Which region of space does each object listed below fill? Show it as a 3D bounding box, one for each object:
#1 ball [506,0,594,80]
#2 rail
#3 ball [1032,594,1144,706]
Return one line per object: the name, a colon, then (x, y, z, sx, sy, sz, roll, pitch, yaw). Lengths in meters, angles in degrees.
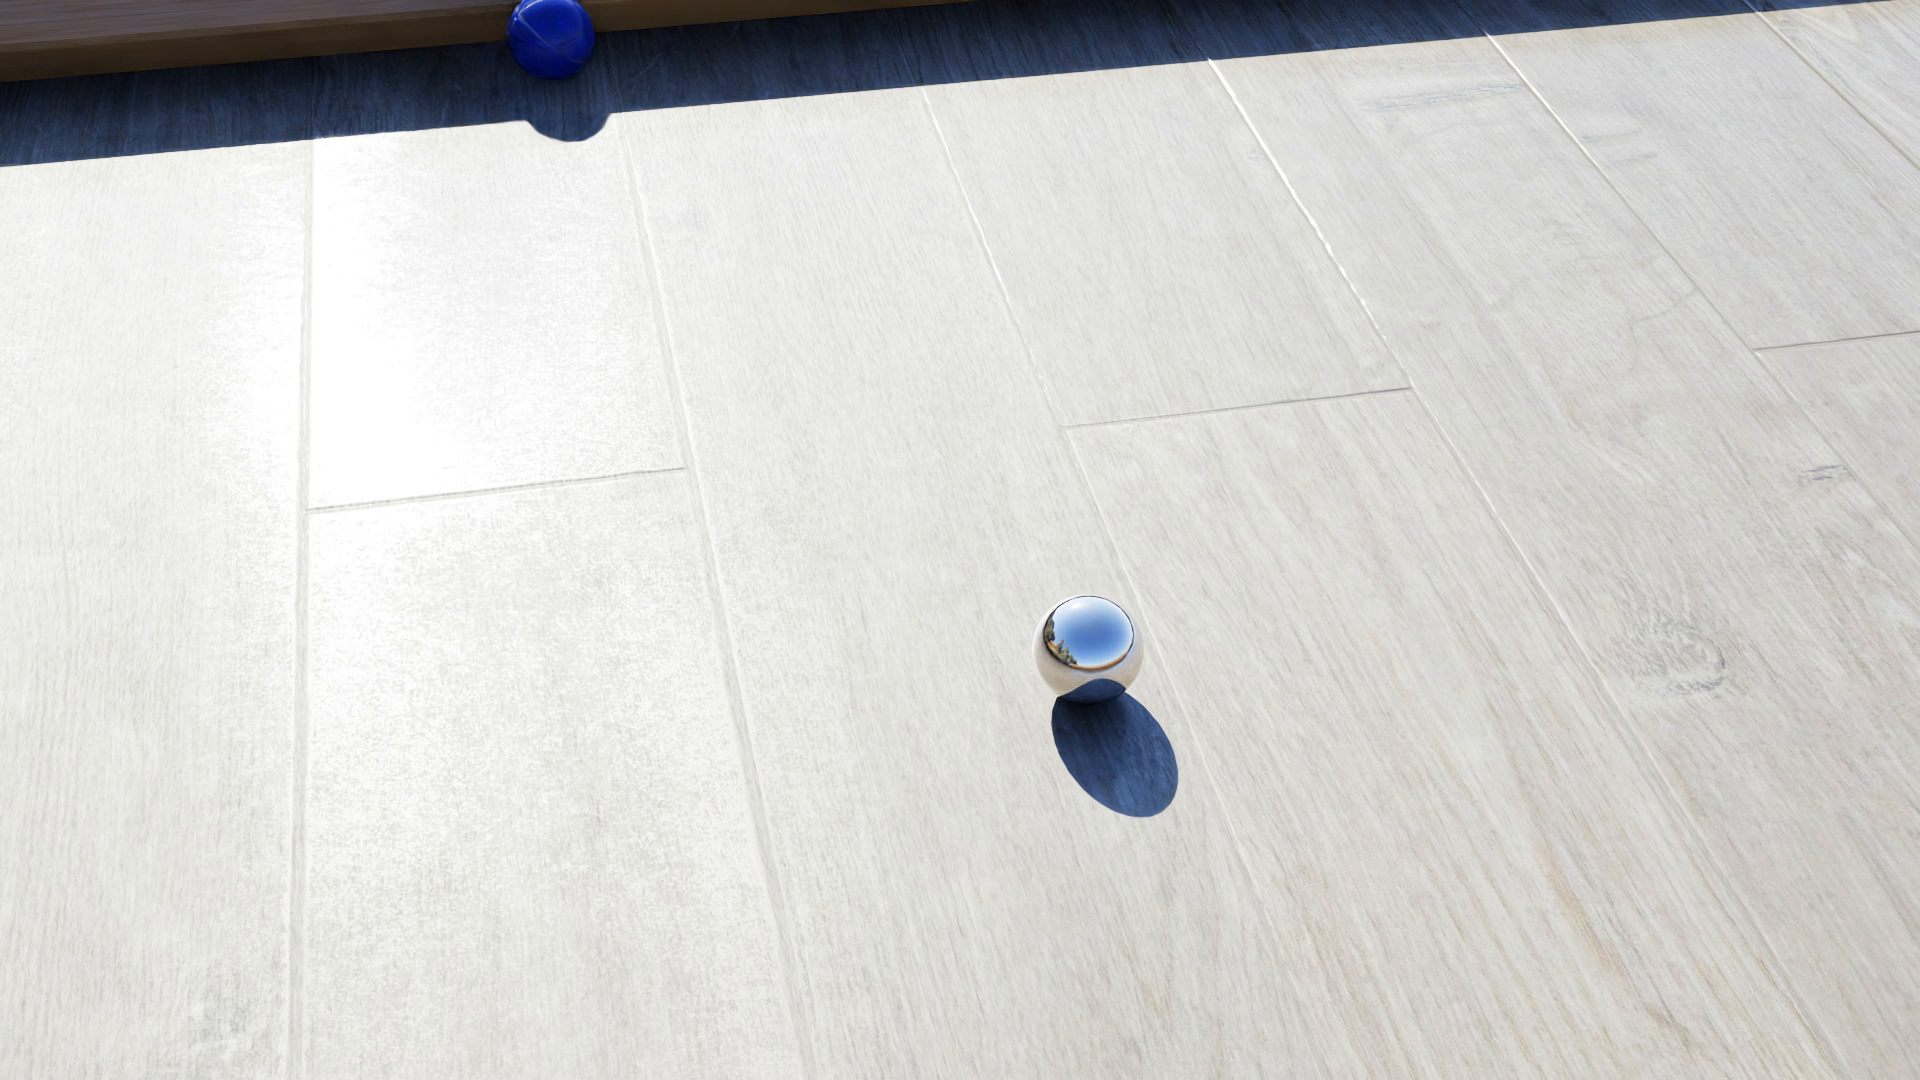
ball: (-0.341, -0.420, 2.139, 0.072, 0.072, 0.072, 0, 36, 0)
rail: (0.610, -0.576, 2.330, 3.133, 0.097, 0.045, -7, 37, -9)
ball: (0.074, 0.063, 1.485, 0.065, 0.065, 0.065, 0, 36, 0)
